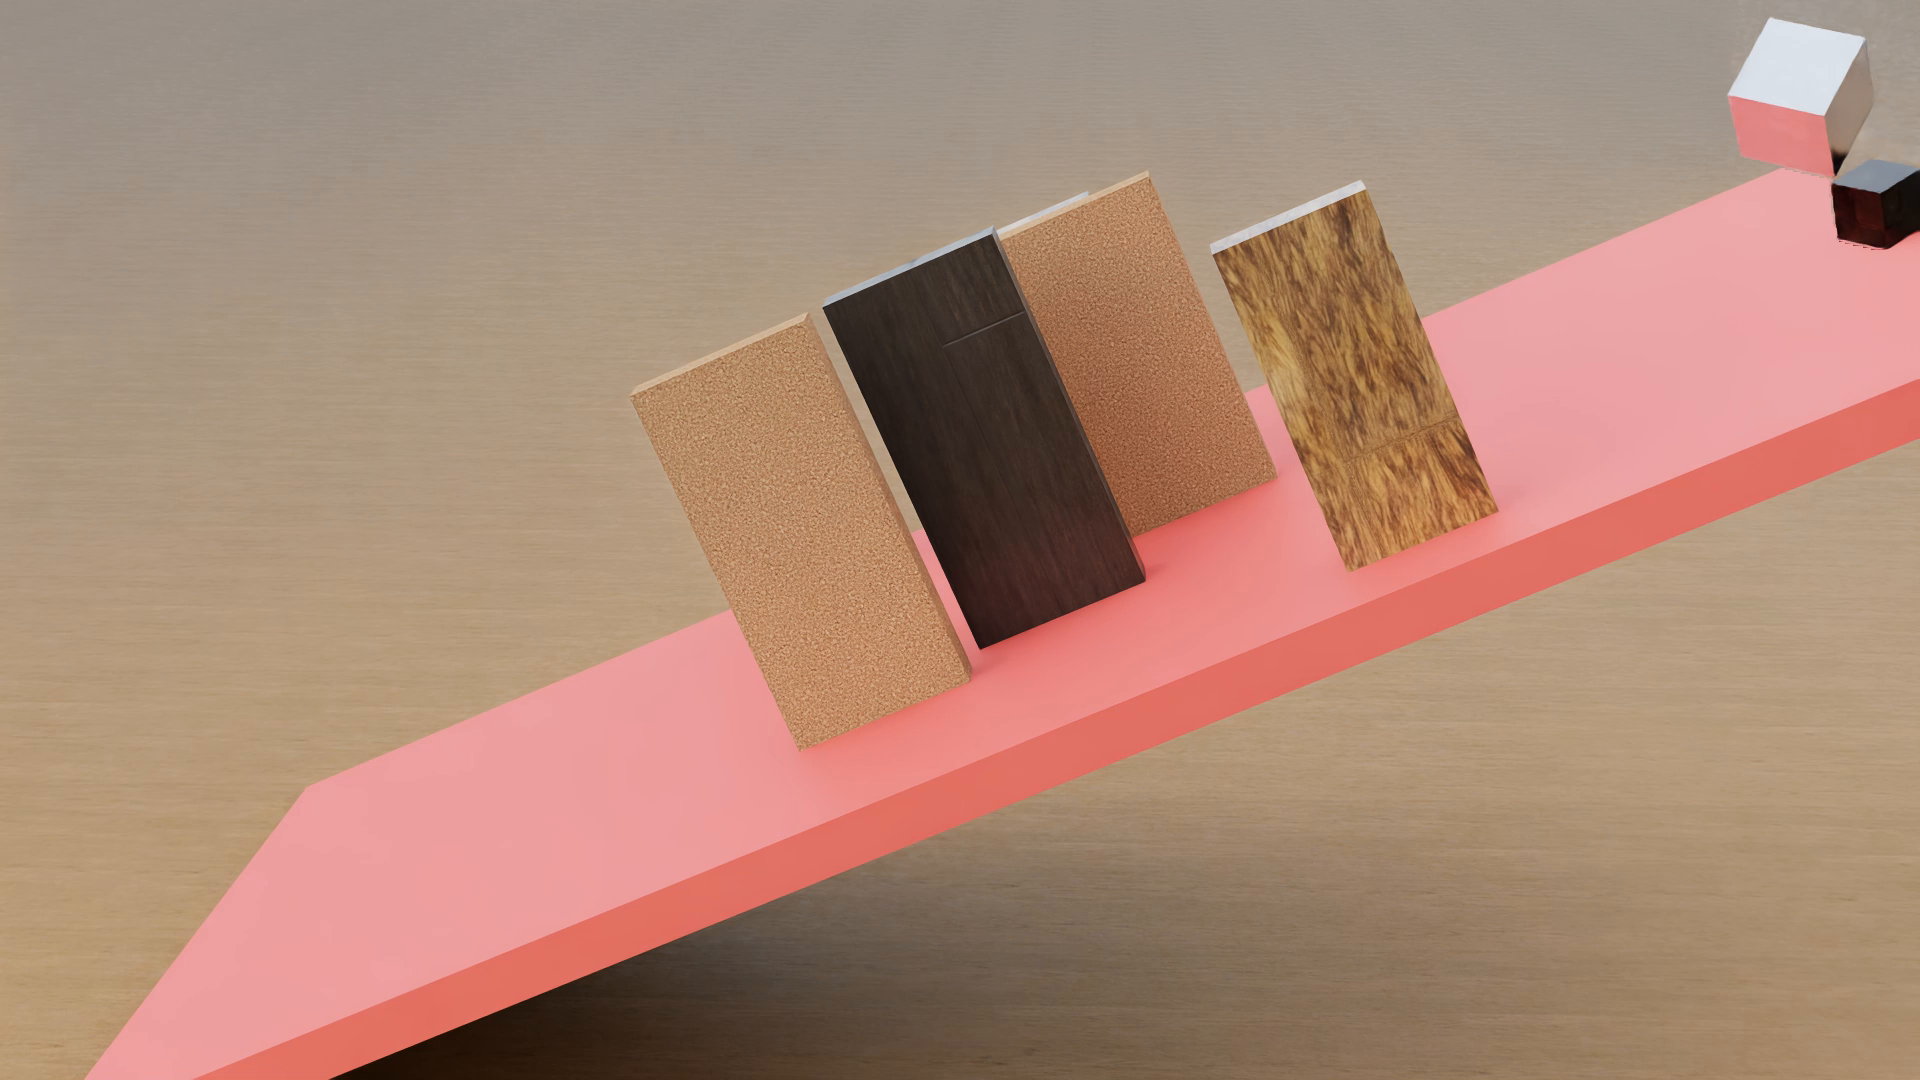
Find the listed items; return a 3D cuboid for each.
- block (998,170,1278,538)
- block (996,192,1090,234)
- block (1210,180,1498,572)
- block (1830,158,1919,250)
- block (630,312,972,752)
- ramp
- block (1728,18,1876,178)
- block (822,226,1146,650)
[{"bbox_3d":[0.359,-0.382,6.268,0.392,0.703,0.094,-23,13,8],"label":"block"},{"bbox_3d":[0.259,-0.391,6.549,0.349,0.677,0.121,-23,13,8],"label":"block"},{"bbox_3d":[0.722,-0.297,5.382,0.296,0.646,0.116,-23,13,8],"label":"block"},{"bbox_3d":[1.859,-0.680,5.947,0.125,0.125,0.125,-30,31,-25],"label":"block"},{"bbox_3d":[-0.308,-0.012,5.805,0.373,0.789,0.097,-23,13,8],"label":"block"},{"bbox_3d":[0.131,0.170,6.285,4.000,0.100,2.000,-23,13,8],"label":"ramp"},{"bbox_3d":[1.675,-0.879,5.848,0.199,0.199,0.199,20,-21,32],"label":"block"},{"bbox_3d":[0.054,-0.203,5.945,0.368,0.773,0.107,-23,13,8],"label":"block"}]
